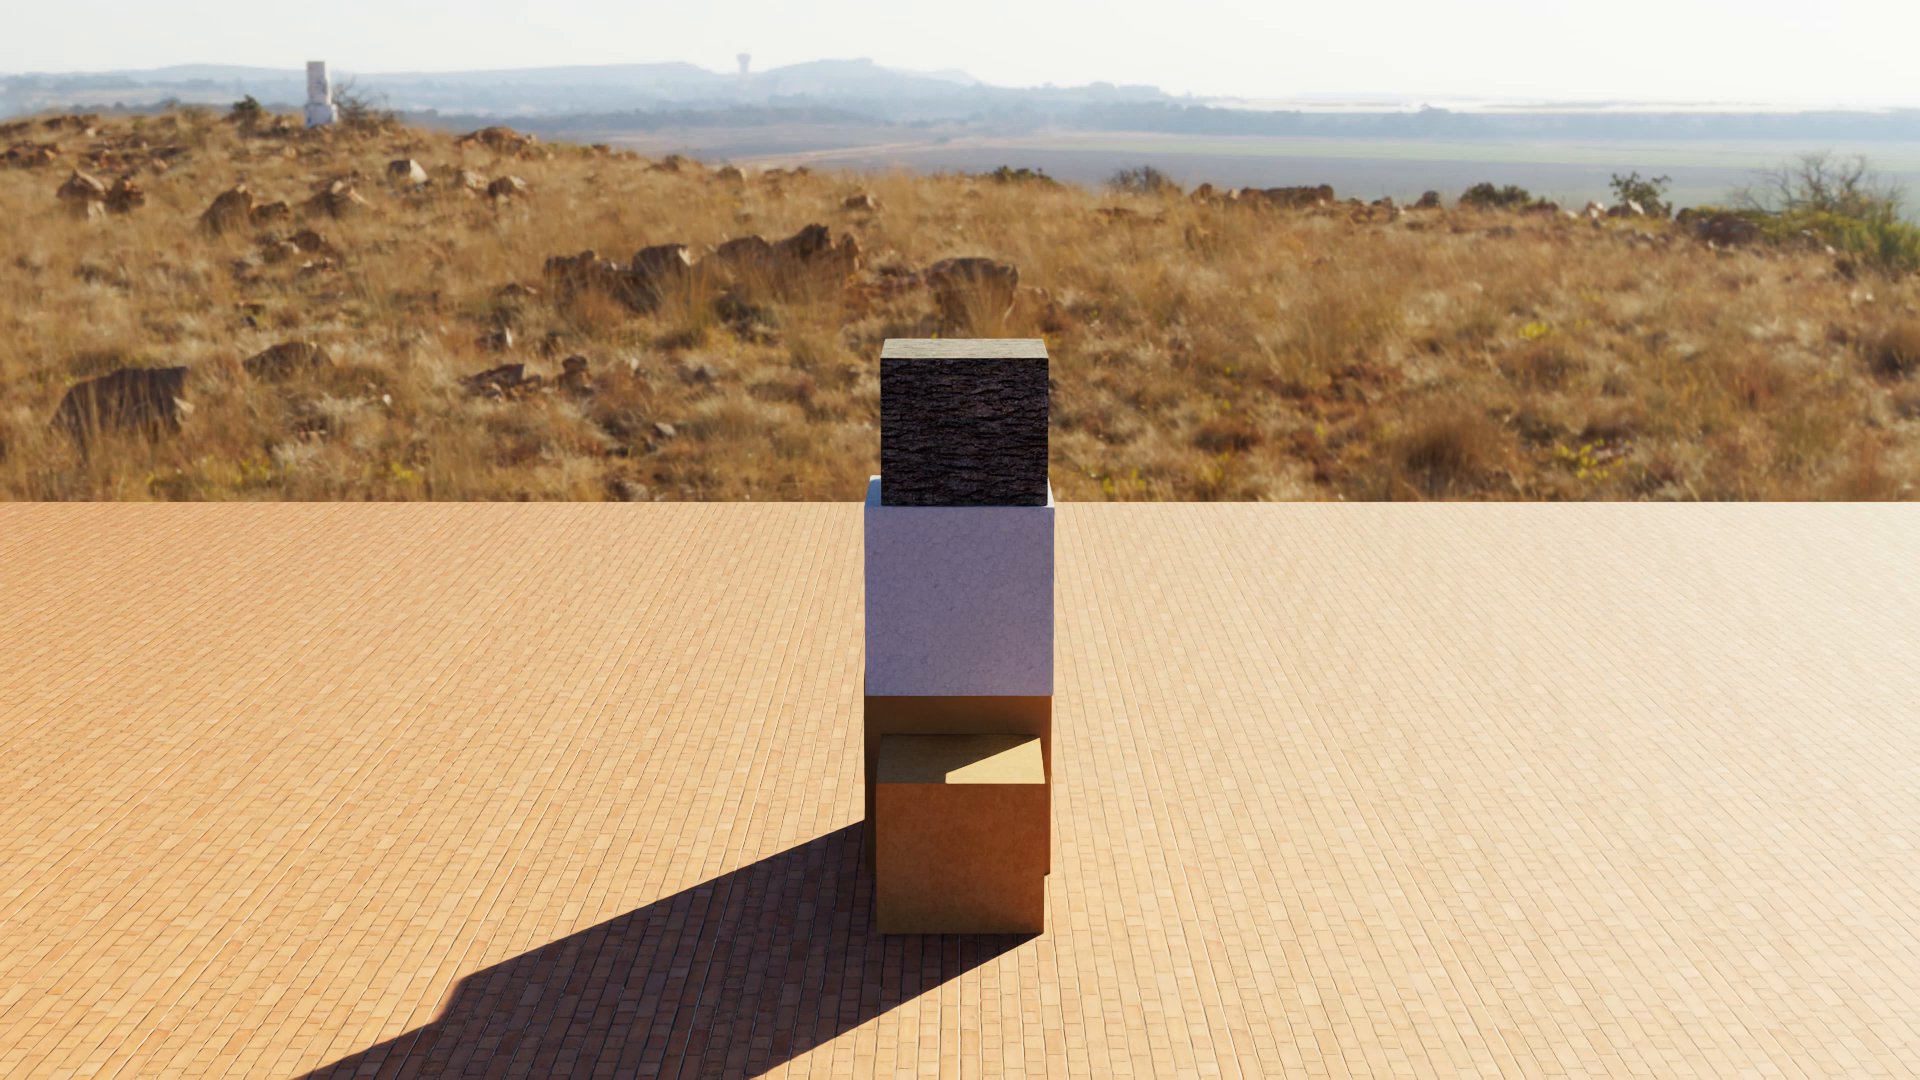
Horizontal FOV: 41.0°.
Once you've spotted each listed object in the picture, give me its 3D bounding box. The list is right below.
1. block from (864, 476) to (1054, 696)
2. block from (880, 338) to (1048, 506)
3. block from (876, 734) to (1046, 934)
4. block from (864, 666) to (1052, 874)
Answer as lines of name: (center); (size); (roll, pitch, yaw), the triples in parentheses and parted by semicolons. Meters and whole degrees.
block: (-0.003, 0.184, 11.214); (0.797, 0.810, 0.856); (0, 10, 0)
block: (0.019, -0.520, 11.086); (0.699, 0.621, 0.778); (0, 10, 0)
block: (0.002, 1.240, 10.948); (0.692, 0.642, 0.799); (0, 10, 0)
block: (-0.010, 0.957, 11.765); (0.826, 0.908, 0.890); (0, 10, 0)
